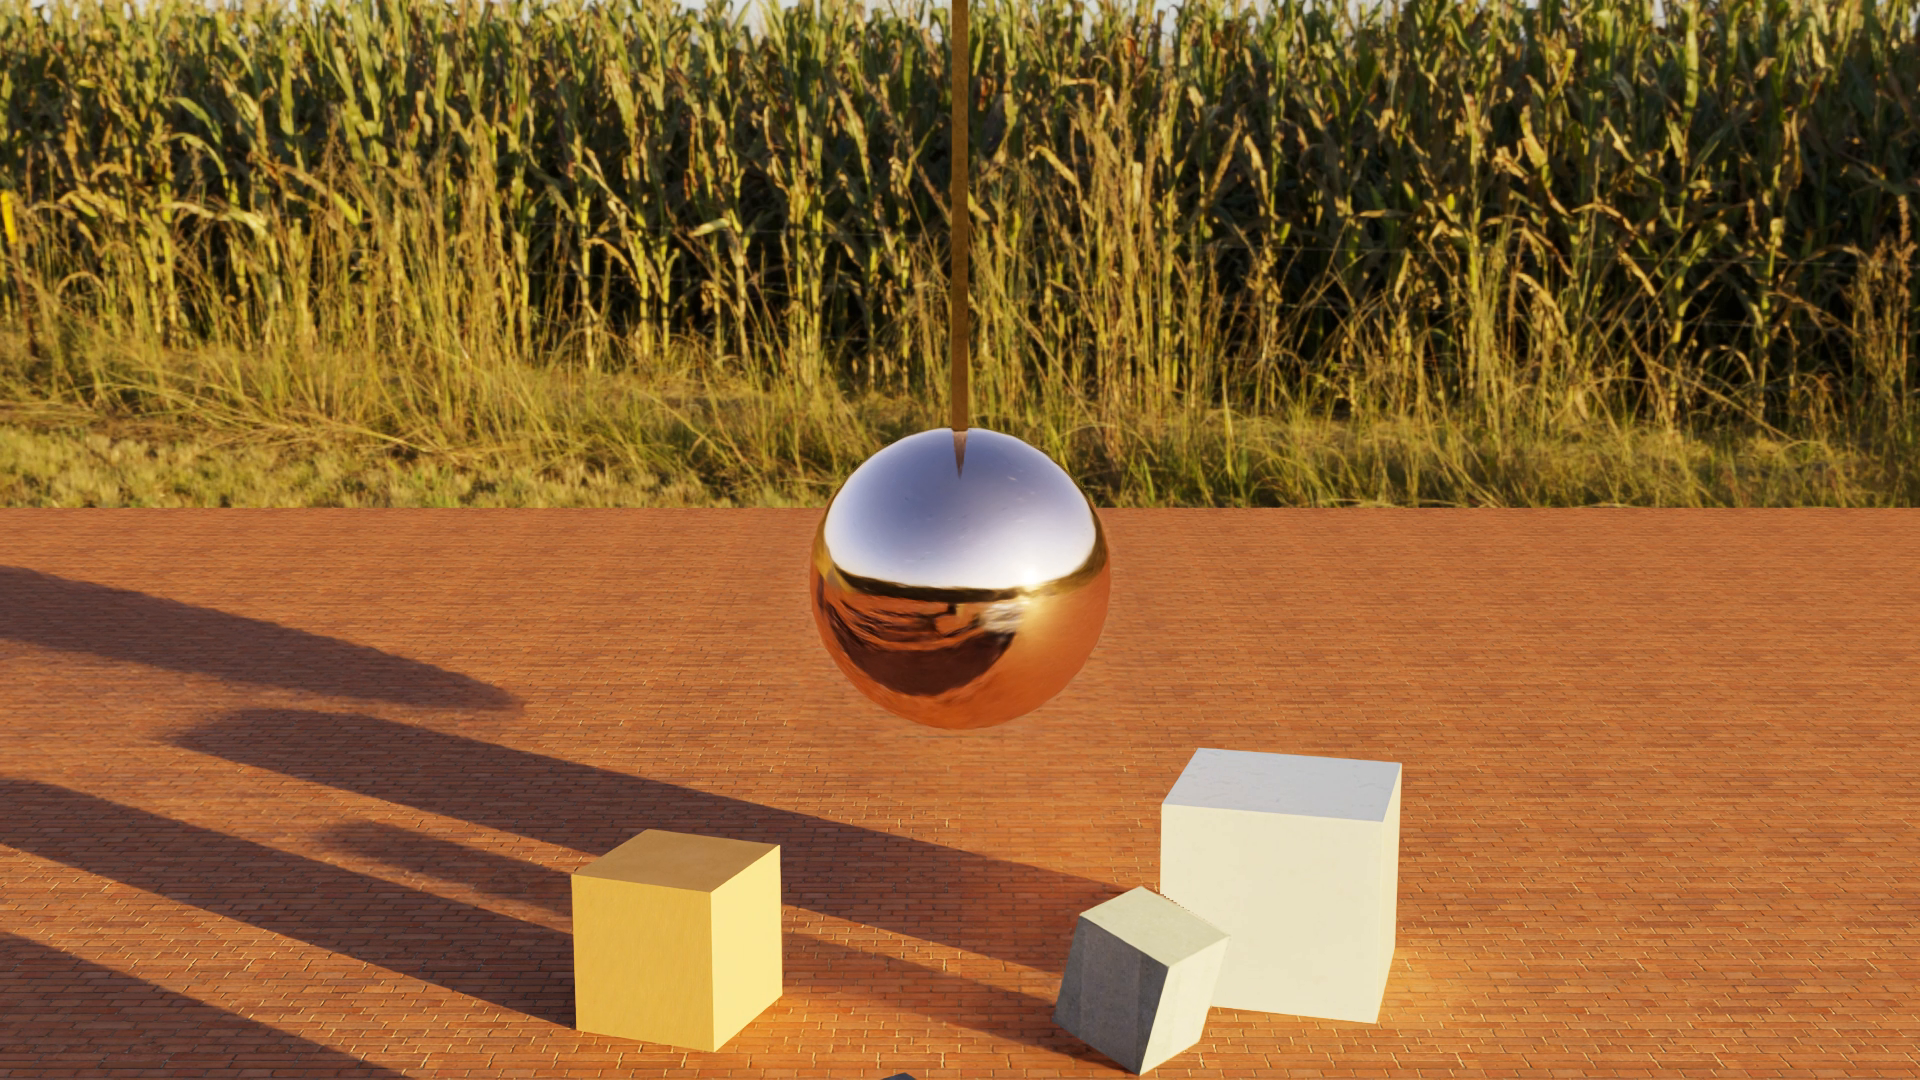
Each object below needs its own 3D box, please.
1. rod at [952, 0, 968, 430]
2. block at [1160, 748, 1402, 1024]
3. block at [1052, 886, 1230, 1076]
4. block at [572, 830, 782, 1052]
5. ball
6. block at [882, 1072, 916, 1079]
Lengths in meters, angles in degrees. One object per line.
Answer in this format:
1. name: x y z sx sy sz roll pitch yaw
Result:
1. rod: 0.000 -3.097 10.793 0.080 5.200 0.080 0 14 0
2. block: 1.367 1.435 9.313 0.889 0.844 0.875 3 11 16
3. block: 0.701 1.707 8.554 0.429 0.485 0.420 26 24 33
4. block: -1.136 1.606 8.911 0.612 0.651 0.622 4 11 20
5. ball: 0.000 0.200 11.621 1.600 1.600 1.600 0 10 0
6. block: -0.277 2.066 6.456 0.755 0.624 0.701 -7 13 -35
